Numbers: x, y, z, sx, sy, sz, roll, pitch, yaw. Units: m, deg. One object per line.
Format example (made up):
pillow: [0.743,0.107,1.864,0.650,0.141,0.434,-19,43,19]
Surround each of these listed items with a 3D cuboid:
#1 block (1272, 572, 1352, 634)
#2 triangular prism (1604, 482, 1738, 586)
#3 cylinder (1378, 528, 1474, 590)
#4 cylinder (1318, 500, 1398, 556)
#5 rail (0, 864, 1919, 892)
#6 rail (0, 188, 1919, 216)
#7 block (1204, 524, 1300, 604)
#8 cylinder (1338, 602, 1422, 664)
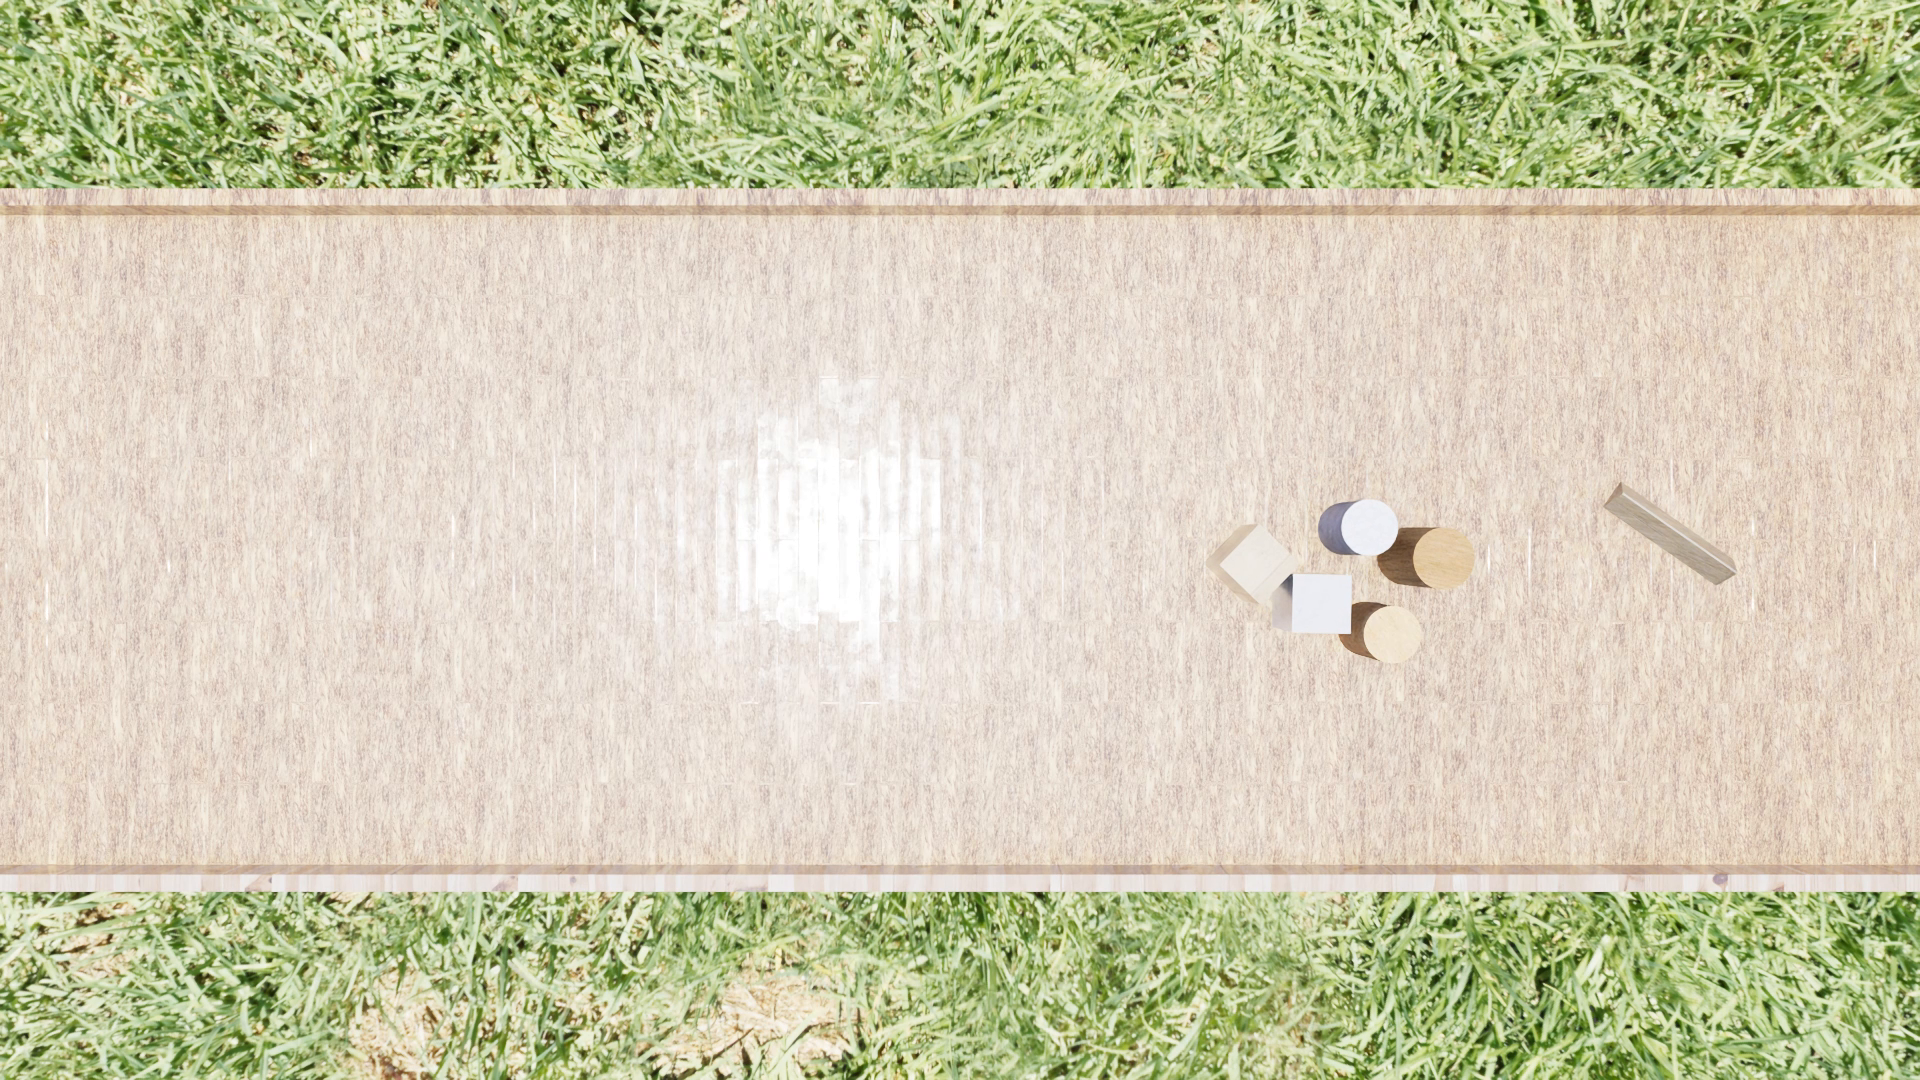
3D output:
block: [1.046,0.185,4.920,0.169,0.312,0.169,1,90,0]
triangular prism: [2.180,-0.020,5.033,0.424,0.082,0.094,35,90,0]
cylinder: [1.377,0.051,4.893,0.178,0.361,0.178,0,91,-2]
cylinder: [1.182,-0.035,4.916,0.163,0.321,0.163,0,90,0]
rail: [-2.247,1.025,5.001,12.000,0.150,0.050,0,90,0]
rail: [-2.247,-1.025,5.002,12.000,0.150,0.050,0,90,0]
block: [0.866,0.070,4.919,0.165,0.315,0.165,44,90,0]
cylinder: [1.244,0.272,4.910,0.165,0.333,0.165,0,90,0]
